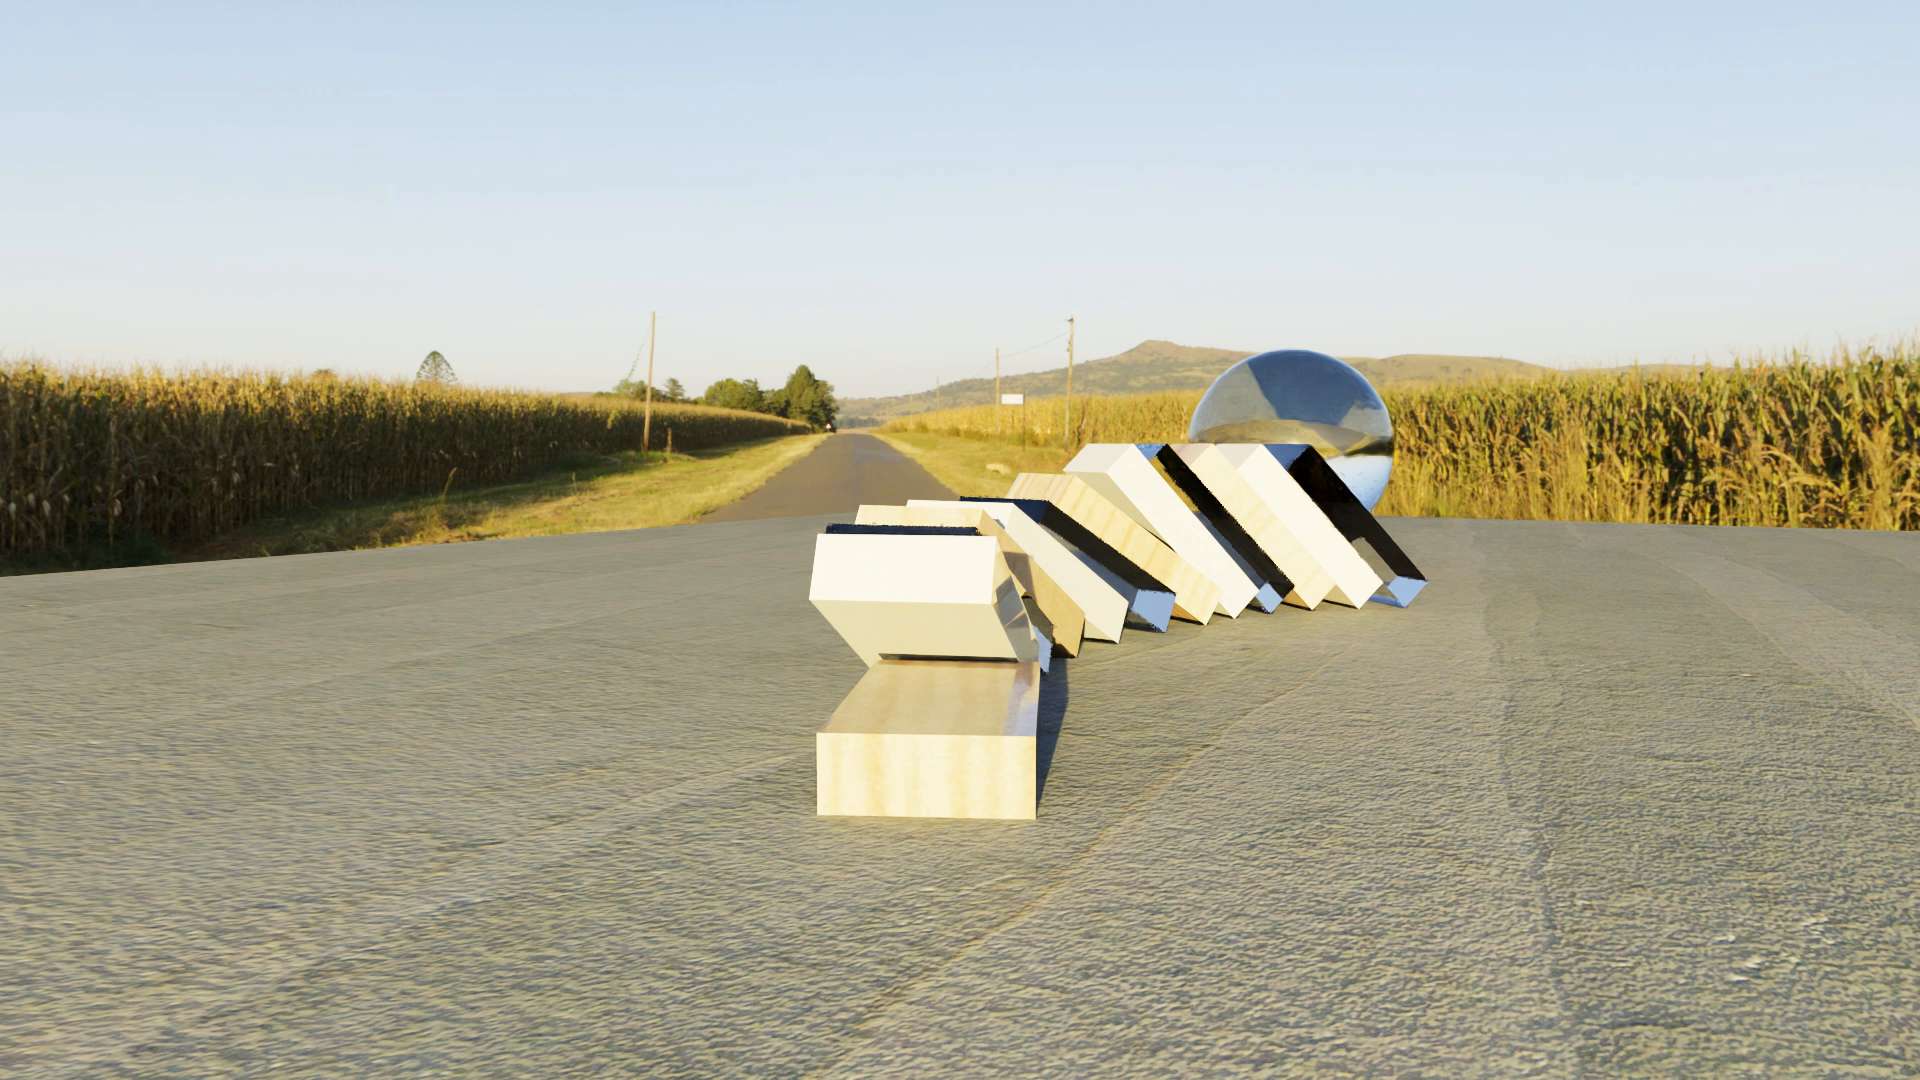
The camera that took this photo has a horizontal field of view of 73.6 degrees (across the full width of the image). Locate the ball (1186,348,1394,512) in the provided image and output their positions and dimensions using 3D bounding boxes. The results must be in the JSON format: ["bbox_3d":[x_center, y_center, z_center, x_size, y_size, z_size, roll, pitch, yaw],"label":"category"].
[{"bbox_3d":[0.130,-0.036,0.508,0.080,0.080,0.080,0,4,0],"label":"ball"}]

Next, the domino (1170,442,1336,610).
[{"bbox_3d":[0.073,-0.004,0.334,0.010,0.050,0.025,-46,12,-7],"label":"domino"}]

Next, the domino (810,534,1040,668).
[{"bbox_3d":[-0.003,0.013,0.196,0.025,0.009,0.050,1,-21,11],"label":"domino"}]

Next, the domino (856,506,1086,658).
[{"bbox_3d":[0.003,0.009,0.243,0.025,0.009,0.050,2,-23,29],"label":"domino"}]

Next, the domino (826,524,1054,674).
[{"bbox_3d":[-0.002,0.011,0.221,0.025,0.009,0.050,2,-21,20],"label":"domino"}]

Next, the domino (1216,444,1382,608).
[{"bbox_3d":[0.086,-0.004,0.338,0.010,0.050,0.025,-46,13,-7],"label":"domino"}]

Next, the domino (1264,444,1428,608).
[{"bbox_3d":[0.099,-0.004,0.341,0.009,0.050,0.025,-46,13,-7],"label":"domino"}]

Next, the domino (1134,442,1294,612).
[{"bbox_3d":[0.061,-0.003,0.328,0.009,0.050,0.025,-46,12,-7],"label":"domino"}]

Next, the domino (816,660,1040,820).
[{"bbox_3d":[-0.002,0.025,0.171,0.025,0.010,0.050,0,4,4],"label":"domino"}]

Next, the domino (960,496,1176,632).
[{"bbox_3d":[0.023,0.006,0.284,0.025,0.009,0.050,4,-21,45],"label":"domino"}]

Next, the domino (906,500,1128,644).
[{"bbox_3d":[0.012,0.007,0.264,0.025,0.010,0.050,3,-22,37],"label":"domino"}]

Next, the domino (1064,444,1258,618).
[{"bbox_3d":[0.050,-0.003,0.318,0.010,0.050,0.025,-46,17,-11],"label":"domino"}]

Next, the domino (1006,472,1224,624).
[{"bbox_3d":[0.036,0.002,0.304,0.050,0.010,0.025,35,-12,-24],"label":"domino"}]
